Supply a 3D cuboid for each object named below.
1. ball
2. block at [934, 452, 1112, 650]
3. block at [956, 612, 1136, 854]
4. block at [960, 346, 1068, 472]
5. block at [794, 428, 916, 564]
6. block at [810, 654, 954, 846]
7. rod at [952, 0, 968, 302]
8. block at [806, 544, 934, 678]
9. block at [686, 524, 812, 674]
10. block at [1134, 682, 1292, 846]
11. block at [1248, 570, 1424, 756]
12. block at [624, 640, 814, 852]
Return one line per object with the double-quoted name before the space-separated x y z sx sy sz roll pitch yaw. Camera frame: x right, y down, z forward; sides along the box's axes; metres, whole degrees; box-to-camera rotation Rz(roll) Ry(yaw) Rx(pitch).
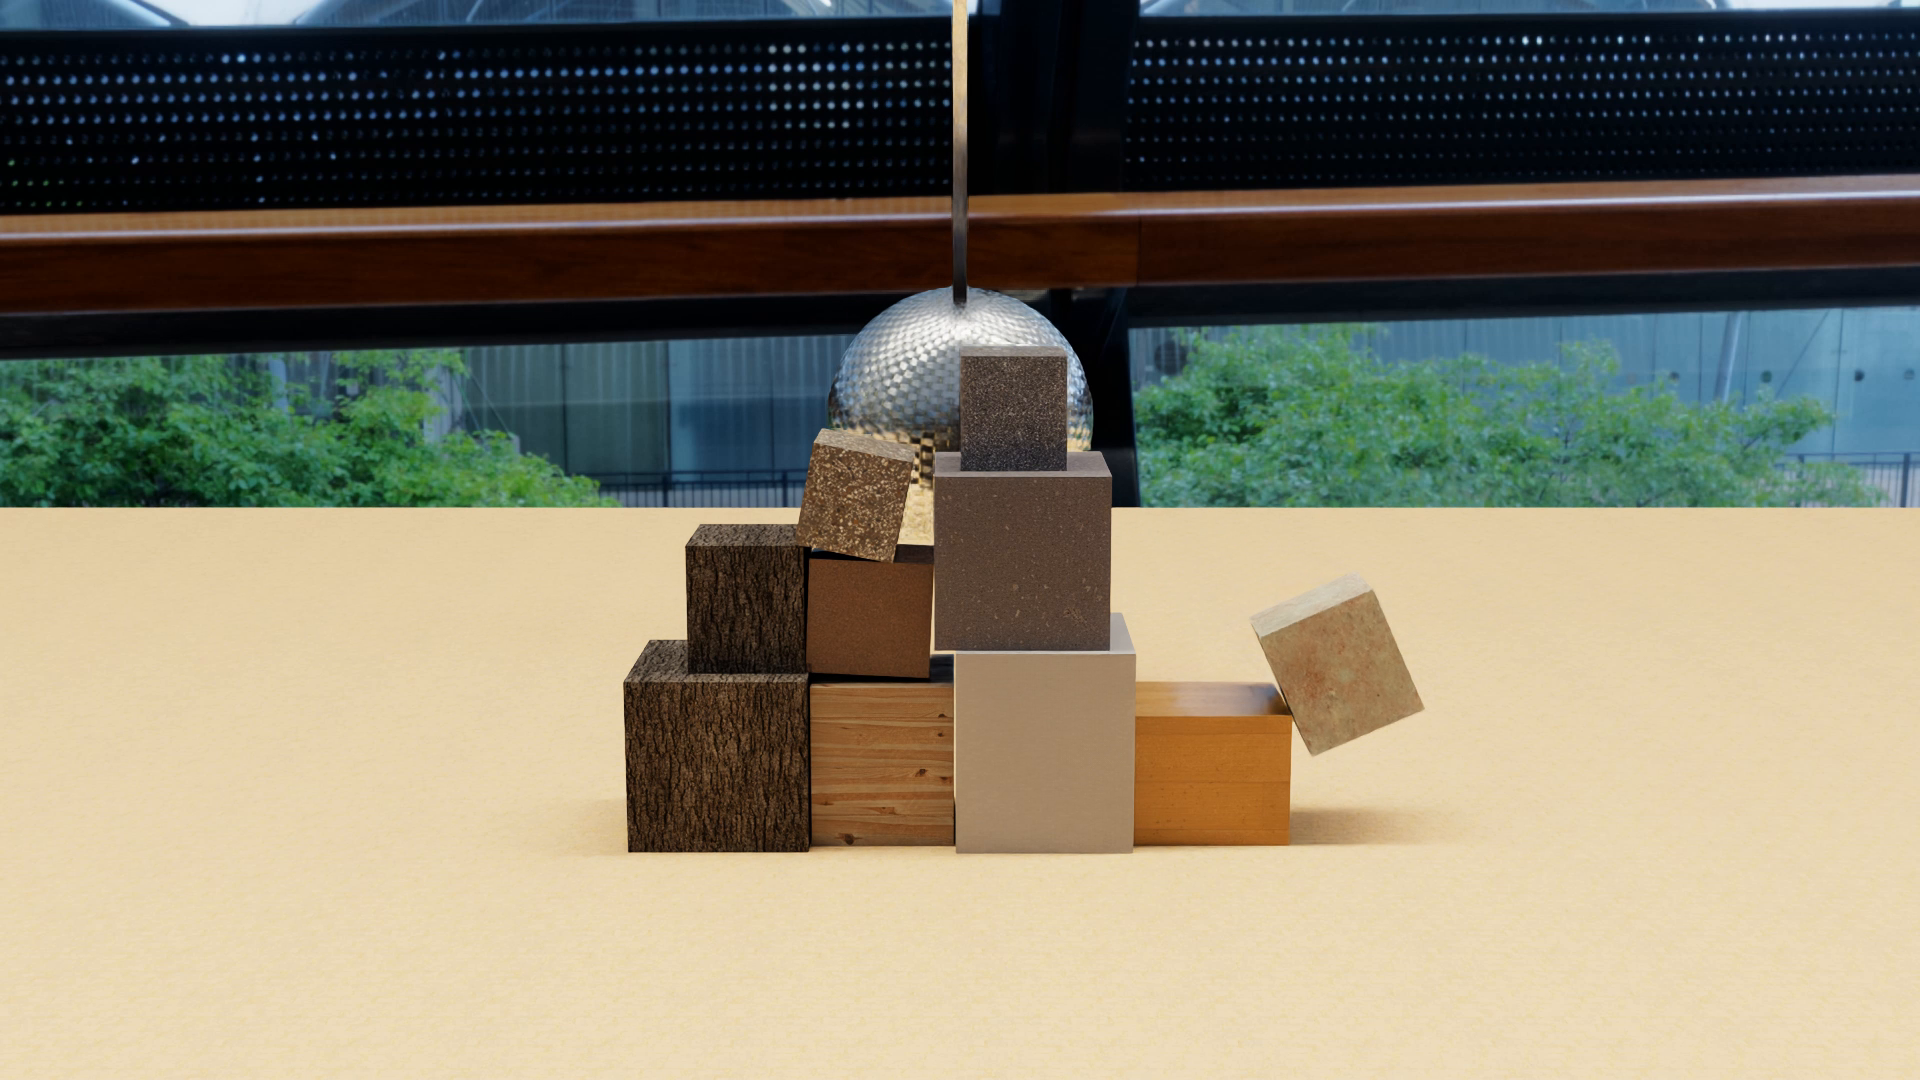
"ball" 0.000 -0.711 13.159 1.600 1.600 1.600 0 10 0
"block" 0.306 0.040 11.202 0.867 0.869 0.881 0 10 0
"block" 0.421 0.975 11.348 0.885 1.022 0.964 0 10 0
"block" 0.265 -0.665 11.067 0.526 0.568 0.509 0 10 0
"block" -0.522 -0.230 11.116 0.497 0.517 0.566 11 10 -1
"block" -0.389 1.073 11.368 0.715 0.821 0.736 0 10 0
"rod" 0.000 -3.640 11.432 0.080 5.200 0.080 0 31 0
"block" -0.451 0.346 11.232 0.620 0.580 0.527 3 10 0
"block" -1.067 0.292 11.250 0.584 0.650 0.631 0 10 0
"block" 1.267 1.146 11.386 0.784 0.672 0.725 0 10 0
"block" 1.915 0.624 11.252 0.608 0.663 0.618 -24 6 5
"block" -1.207 1.046 11.366 0.902 0.875 0.944 0 10 0
